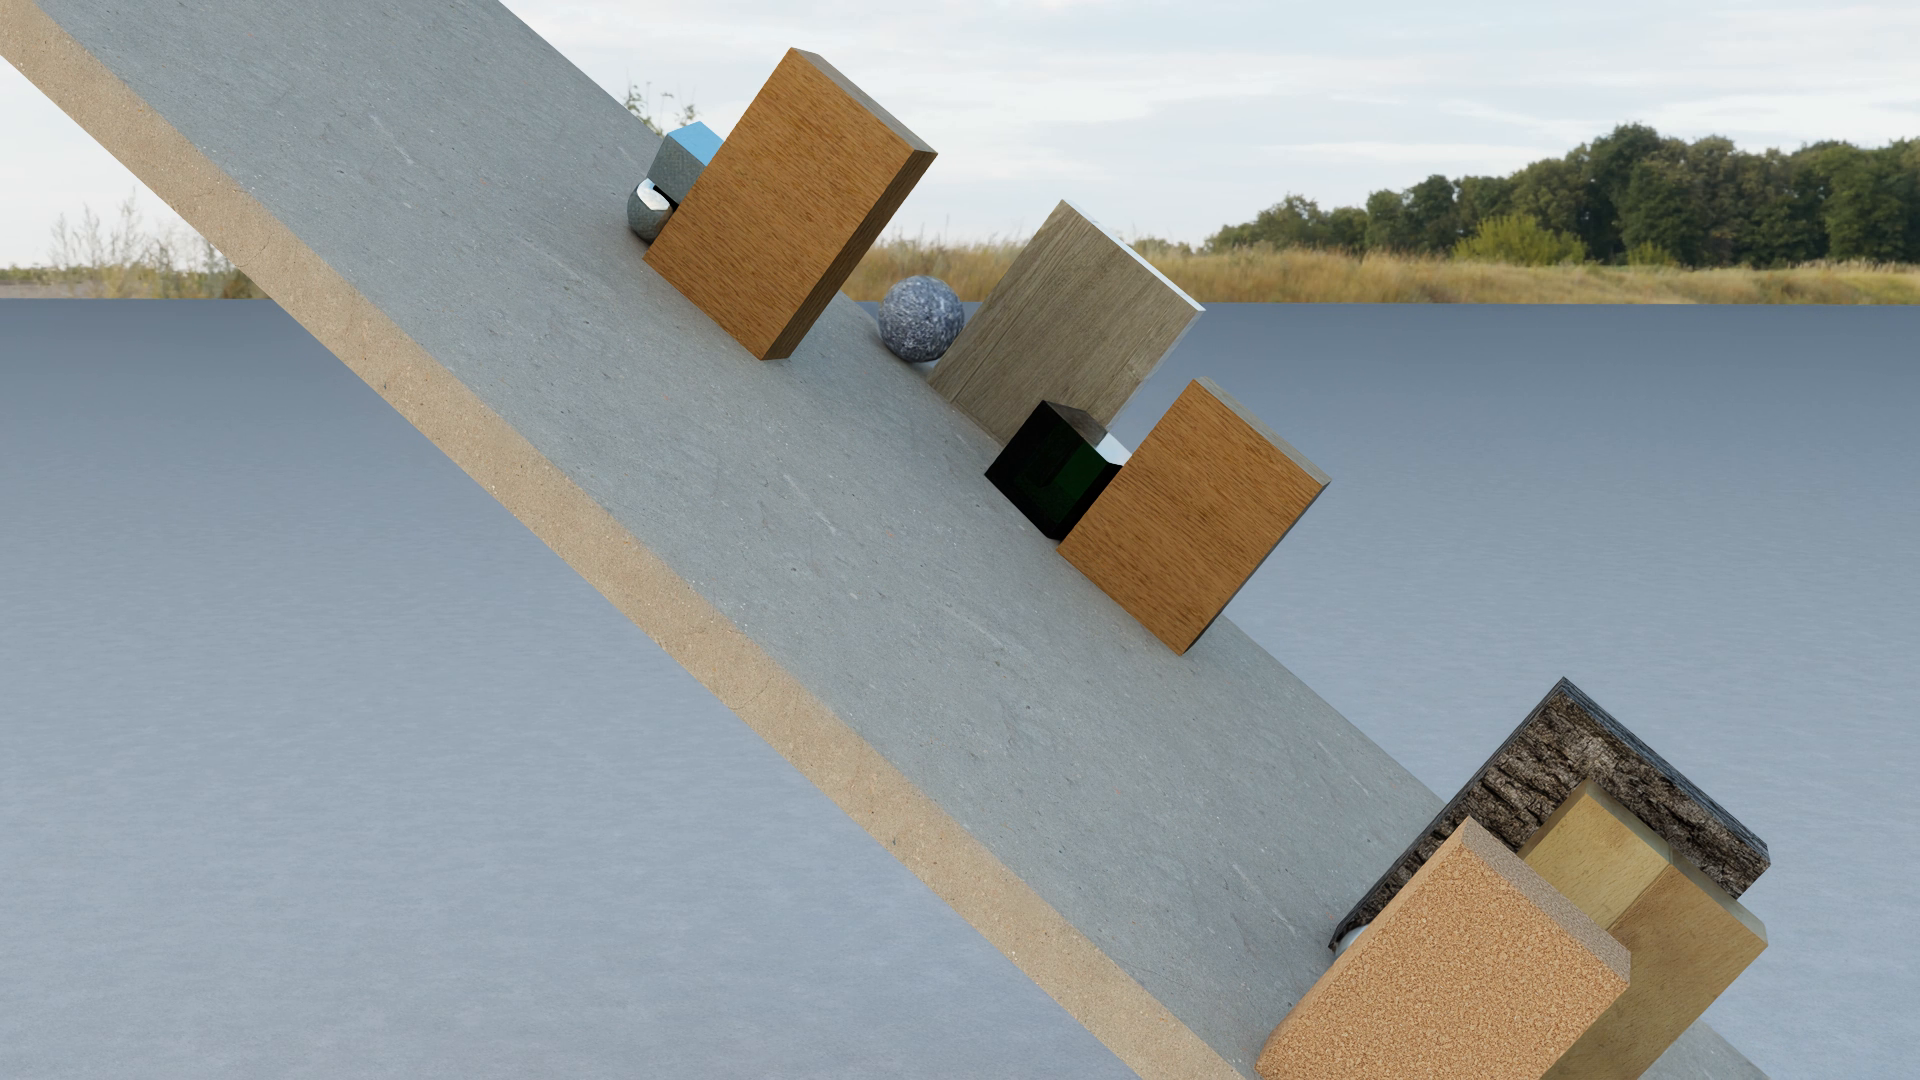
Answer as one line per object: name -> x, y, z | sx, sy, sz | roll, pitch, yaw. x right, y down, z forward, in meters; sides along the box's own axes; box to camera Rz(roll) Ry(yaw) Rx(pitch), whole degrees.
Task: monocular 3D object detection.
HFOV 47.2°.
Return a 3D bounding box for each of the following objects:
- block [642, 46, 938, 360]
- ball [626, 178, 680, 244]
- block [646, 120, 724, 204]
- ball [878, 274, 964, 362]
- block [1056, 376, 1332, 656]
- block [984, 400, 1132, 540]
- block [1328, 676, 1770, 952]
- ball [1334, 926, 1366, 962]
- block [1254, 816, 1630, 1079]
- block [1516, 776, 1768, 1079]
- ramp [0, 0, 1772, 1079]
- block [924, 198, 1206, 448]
block -> -0.329, -0.644, 4.250 | 0.313, 0.505, 0.148 | 41, 16, 9
ball -> -0.594, -0.655, 4.377 | 0.137, 0.137, 0.137 | 0, 7, 0
block -> -0.523, -0.734, 4.311 | 0.110, 0.110, 0.110 | 41, 37, 9
ball -> -0.087, -0.497, 4.932 | 0.195, 0.195, 0.195 | 0, 7, 0
block -> 0.473, -0.050, 4.452 | 0.331, 0.450, 0.146 | 41, 16, 9
block -> 0.225, -0.140, 4.609 | 0.204, 0.204, 0.204 | 46, 18, 24
block -> 0.938, 0.572, 3.532 | 0.407, 0.567, 0.129 | 41, 16, 9
ball -> 0.648, 0.666, 3.466 | 0.116, 0.116, 0.116 | 0, 7, 0
block -> 0.652, 0.638, 2.982 | 0.278, 0.430, 0.146 | 41, 16, 9
block -> 0.935, 0.669, 3.391 | 0.340, 0.495, 0.117 | 41, 16, 9
ramp -> -0.020, 0.072, 4.049 | 4.000, 0.100, 2.000 | 41, 16, 9
block -> 0.228, -0.429, 4.858 | 0.387, 0.509, 0.087 | 41, 16, 9
